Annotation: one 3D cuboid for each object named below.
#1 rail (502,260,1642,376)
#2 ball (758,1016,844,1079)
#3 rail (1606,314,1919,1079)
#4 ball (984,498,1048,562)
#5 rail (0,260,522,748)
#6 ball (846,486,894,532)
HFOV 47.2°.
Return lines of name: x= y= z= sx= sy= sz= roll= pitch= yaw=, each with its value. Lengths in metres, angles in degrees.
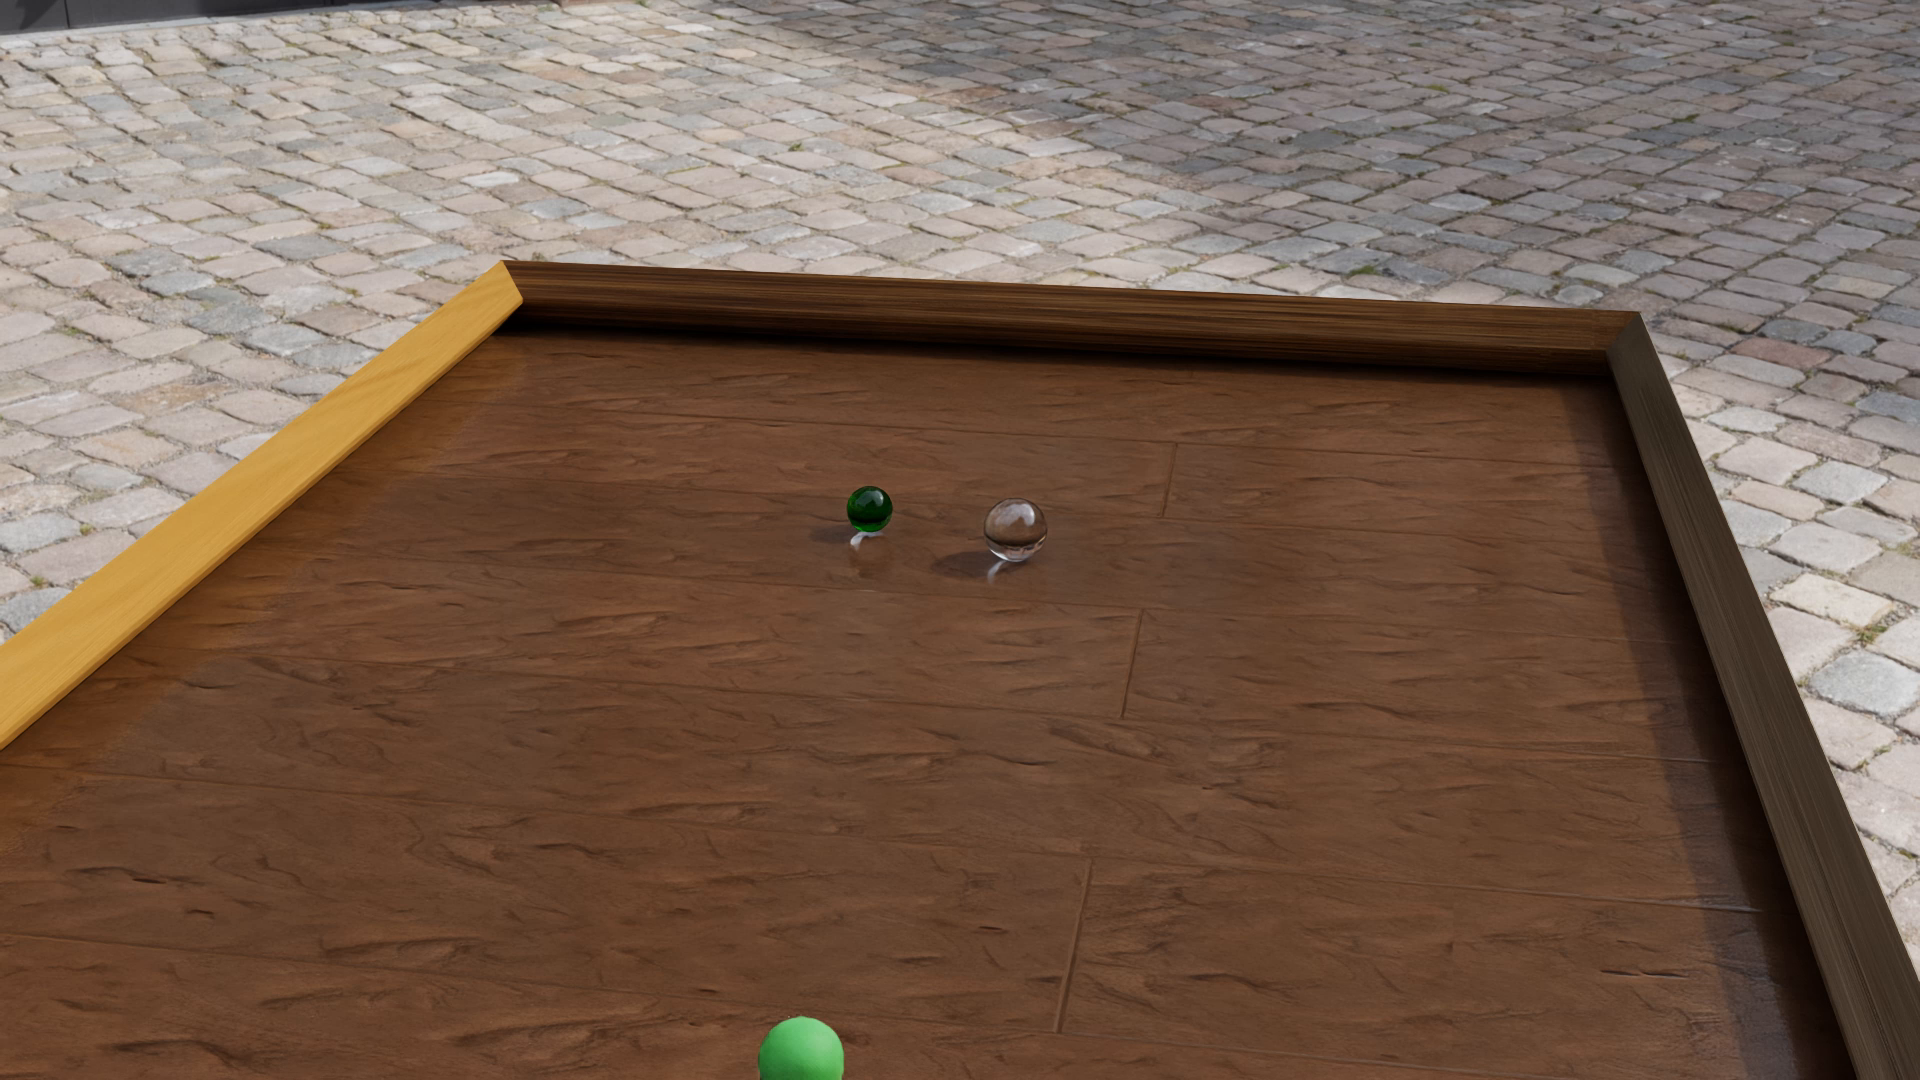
rail: x=0.120 y=-0.304 z=3.049 sx=1.591 sy=0.091 sz=0.045 roll=4 pitch=23 yaw=8
ball: x=-0.110 y=0.360 z=1.520 sx=0.060 sy=0.060 sz=0.060 roll=0 pitch=23 yaw=0
rail: x=0.638 y=0.332 z=1.546 sx=0.045 sy=0.091 sz=3.103 roll=4 pitch=23 yaw=8
ball: x=0.060 y=-0.011 z=2.386 sx=0.070 sy=0.070 sz=0.070 roll=0 pitch=23 yaw=0
rail: x=-0.886 y=0.236 z=1.773 sx=0.045 sy=0.091 sz=3.103 roll=4 pitch=23 yaw=8
ball: x=-0.101 y=-0.035 z=2.464 sx=0.052 sy=0.052 sz=0.052 roll=0 pitch=23 yaw=0
